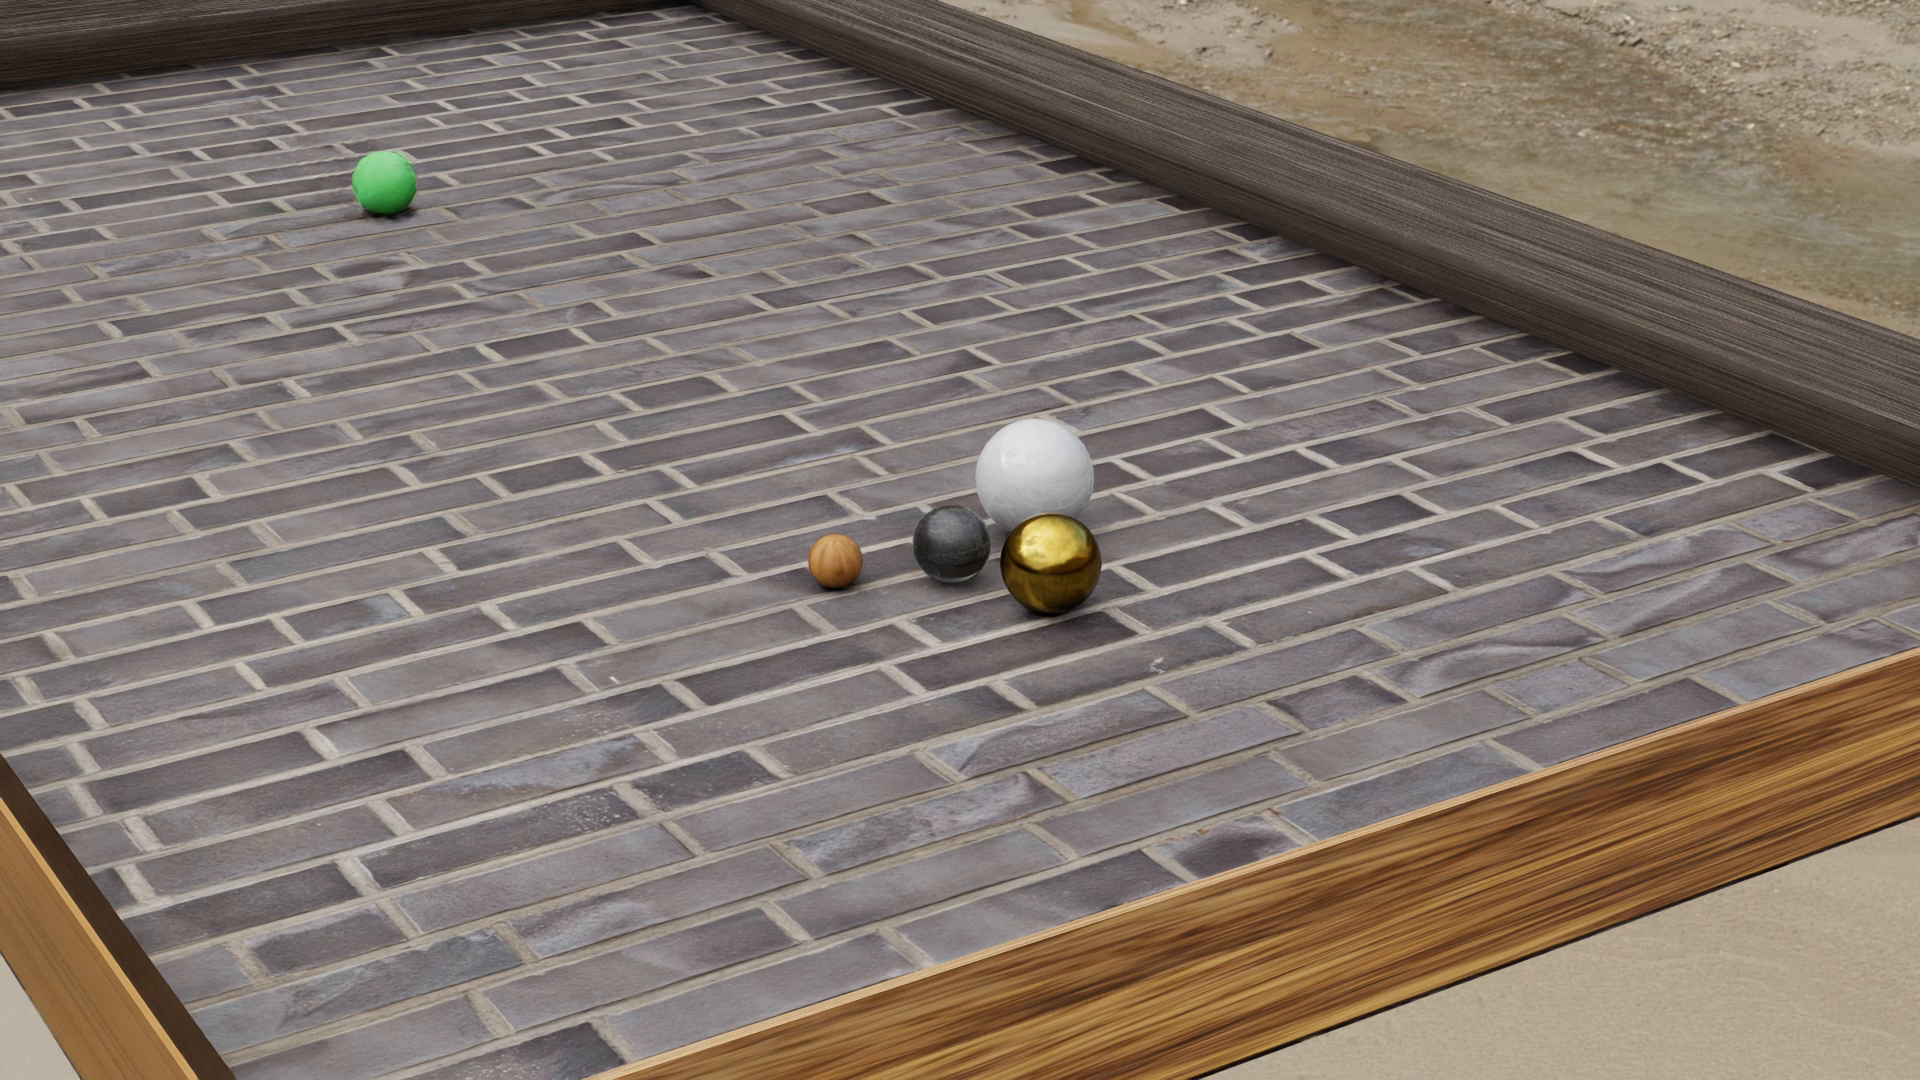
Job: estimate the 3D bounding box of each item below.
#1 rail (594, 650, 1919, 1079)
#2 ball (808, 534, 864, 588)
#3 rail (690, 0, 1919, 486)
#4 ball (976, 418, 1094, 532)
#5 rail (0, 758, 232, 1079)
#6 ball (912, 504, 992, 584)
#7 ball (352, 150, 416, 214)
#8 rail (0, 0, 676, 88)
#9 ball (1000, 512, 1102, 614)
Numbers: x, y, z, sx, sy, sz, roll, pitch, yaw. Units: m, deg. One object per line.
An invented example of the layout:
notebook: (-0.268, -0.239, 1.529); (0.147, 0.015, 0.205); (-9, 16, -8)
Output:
rail: (0.355, 0.190, 1.832); (1.640, 0.129, 0.045); (-14, 26, -29)
ball: (-0.100, 0.017, 2.361); (0.044, 0.044, 0.044); (0, 23, 0)
rail: (0.307, -0.415, 3.285); (0.045, 0.129, 2.765); (-14, 26, -29)
ball: (0.062, -0.052, 2.454); (0.099, 0.099, 0.099); (0, 23, 0)
rail: (-1.042, -0.090, 2.504); (0.045, 0.129, 2.765); (-14, 26, -29)
ball: (-0.007, 0.003, 2.369); (0.063, 0.063, 0.063); (0, 23, 0)
ball: (-0.654, -0.406, 3.341); (0.072, 0.072, 0.072); (0, 23, 0)
rail: (-1.090, -0.694, 3.957); (1.640, 0.129, 0.045); (-14, 26, -29)
ball: (0.071, 0.018, 2.311); (0.080, 0.080, 0.080); (0, 23, 0)
